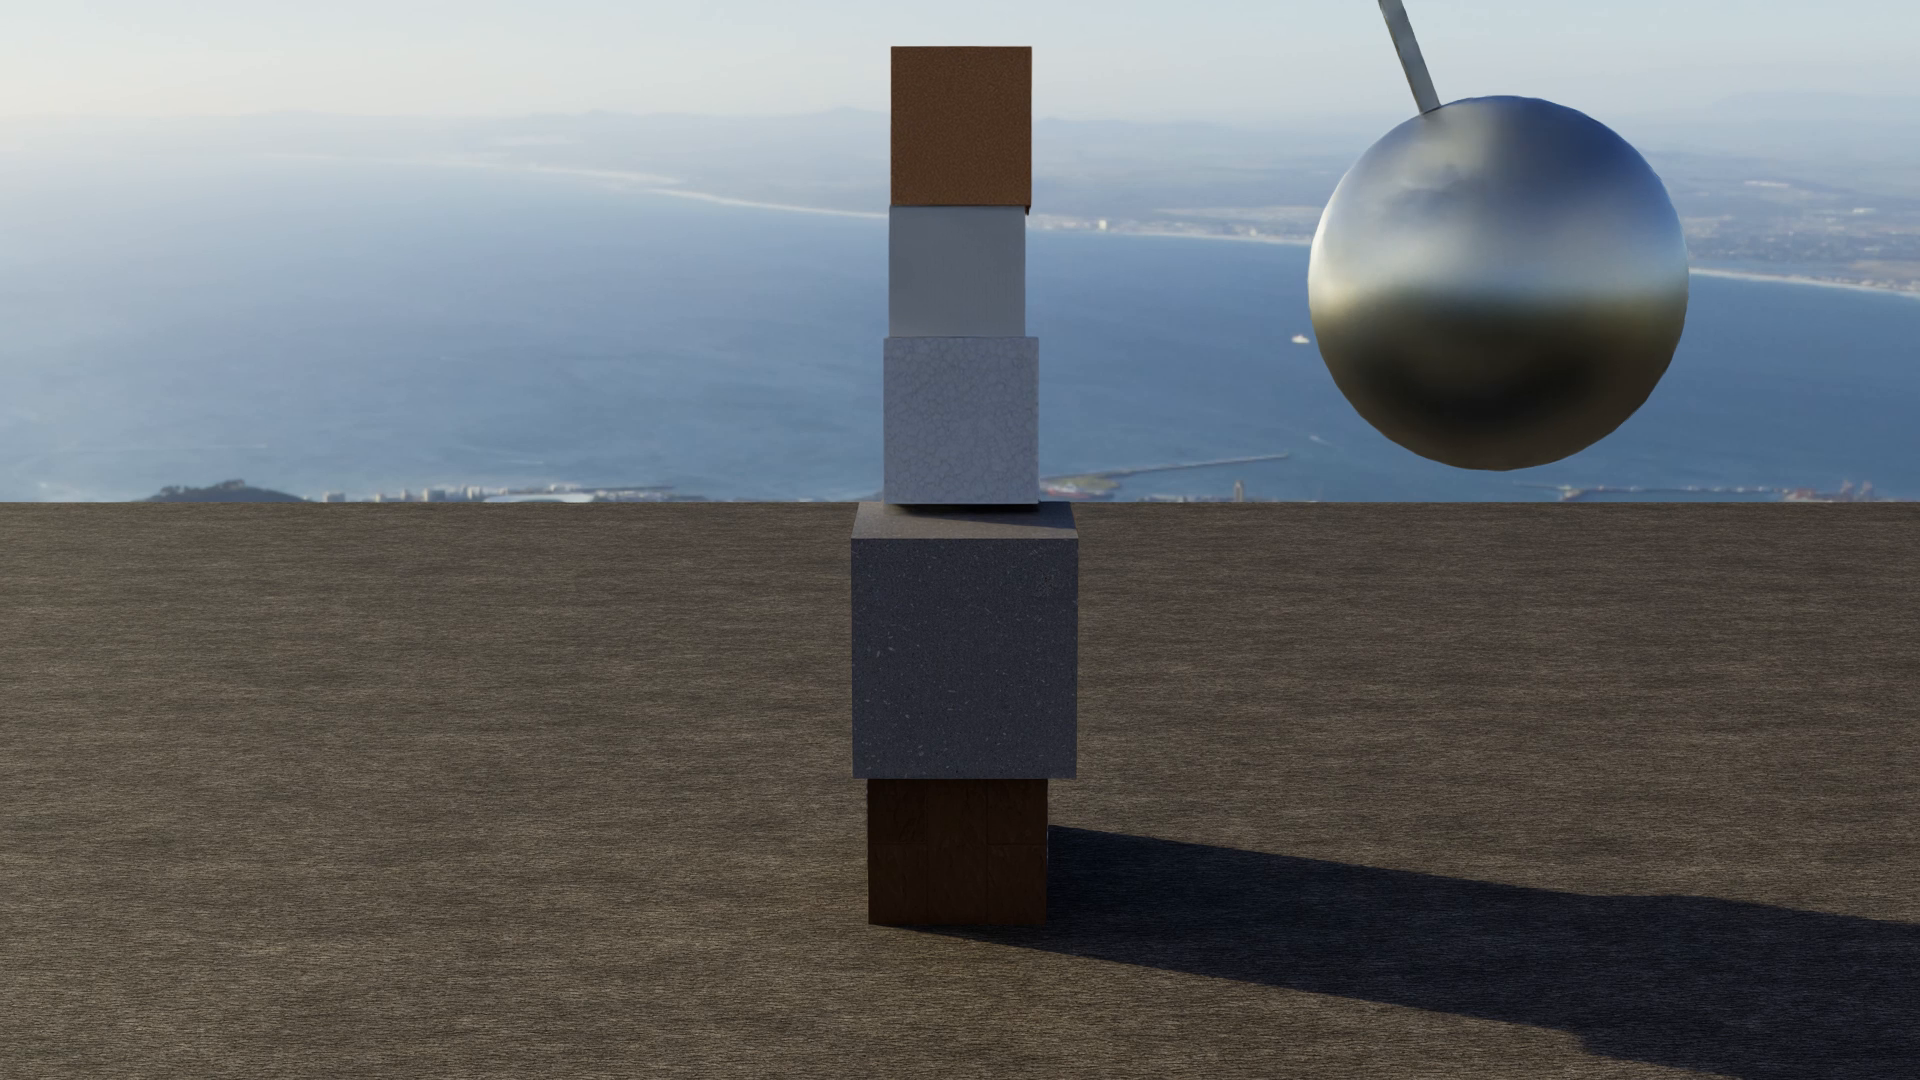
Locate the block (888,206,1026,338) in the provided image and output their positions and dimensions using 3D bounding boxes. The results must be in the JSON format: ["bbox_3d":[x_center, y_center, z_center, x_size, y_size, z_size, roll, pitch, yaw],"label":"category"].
[{"bbox_3d":[-0.012,-1.144,11.104,0.575,0.562,0.537,0,3,0],"label":"block"}]

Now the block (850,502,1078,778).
[{"bbox_3d":[0.019,0.401,10.778,0.910,0.992,0.903,0,10,0],"label":"block"}]

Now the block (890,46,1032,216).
[{"bbox_3d":[0.005,-1.755,11.073,0.593,0.662,0.588,0,3,0],"label":"block"}]

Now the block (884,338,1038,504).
[{"bbox_3d":[0.005,-0.516,11.133,0.651,0.695,0.716,0,3,0],"label":"block"}]

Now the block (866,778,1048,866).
[{"bbox_3d":[-0.012,1.066,11.776,0.814,0.690,0.669,0,10,0],"label":"block"}]

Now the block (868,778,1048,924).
[{"bbox_3d":[-0.010,1.201,11.054,0.744,0.682,0.780,0,10,0],"label":"block"}]

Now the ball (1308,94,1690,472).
[{"bbox_3d":[2.295,-1.094,10.981,1.600,1.600,1.600,0,10,0],"label":"ball"}]

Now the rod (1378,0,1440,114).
[{"bbox_3d":[0.994,-4.185,10.419,0.080,5.200,0.080,-22,10,4],"label":"rod"}]
